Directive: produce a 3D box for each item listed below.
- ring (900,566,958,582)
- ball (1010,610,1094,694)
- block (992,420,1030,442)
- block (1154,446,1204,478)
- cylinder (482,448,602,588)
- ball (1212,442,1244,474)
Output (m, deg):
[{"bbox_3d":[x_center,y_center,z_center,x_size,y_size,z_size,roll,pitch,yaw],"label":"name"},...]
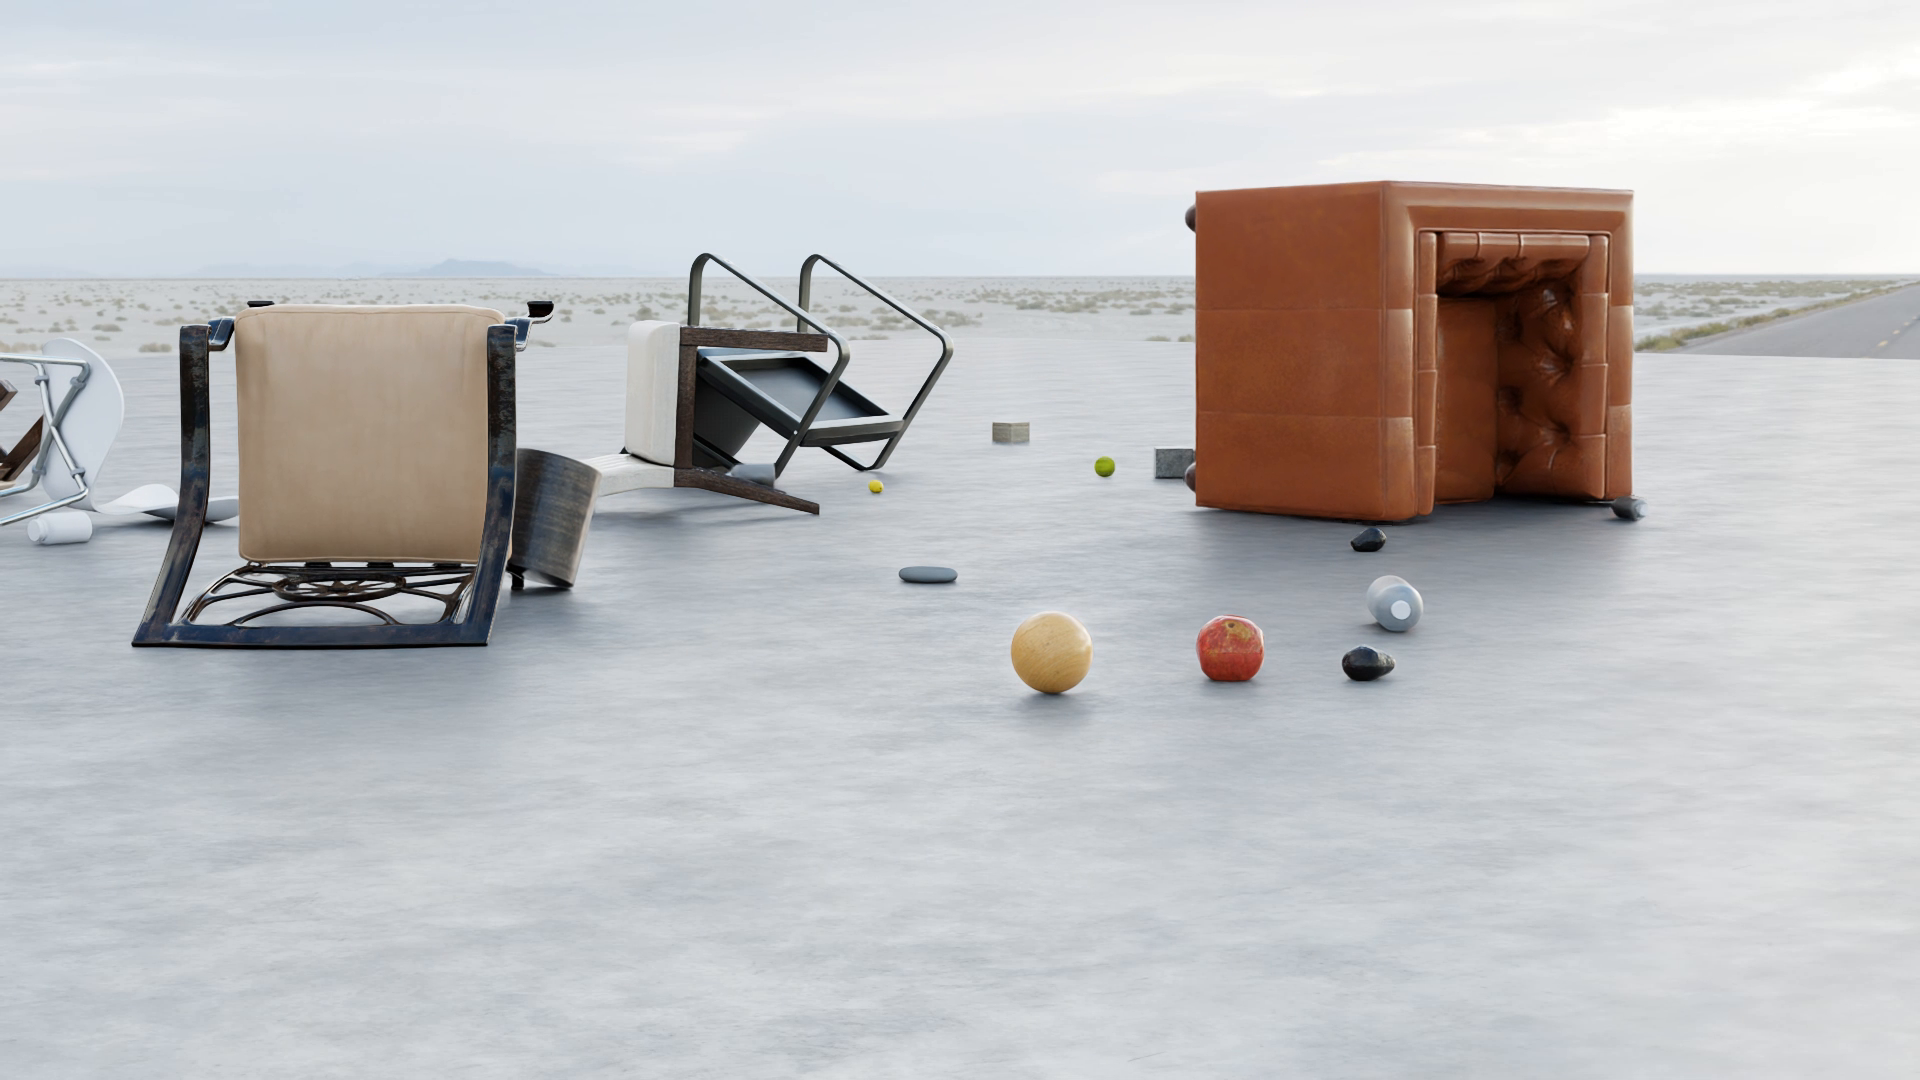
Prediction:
[{"bbox_3d":[-0.069,0.075,5.548,0.130,0.029,0.102,2,5,12],"label":"ring"},{"bbox_3d":[0.146,0.177,4.055,0.132,0.132,0.132,0,6,0],"label":"ball"},{"bbox_3d":[0.203,-0.433,10.246,0.104,0.076,0.106,-6,8,-44],"label":"block"},{"bbox_3d":[0.716,-0.254,8.401,0.157,0.098,0.118,0,6,1],"label":"block"},{"bbox_3d":[-0.874,-0.045,5.378,0.192,0.244,0.219,12,-10,10],"label":"cylinder"},{"bbox_3d":[0.893,-0.271,8.539,0.104,0.104,0.104,0,6,0],"label":"ball"}]
